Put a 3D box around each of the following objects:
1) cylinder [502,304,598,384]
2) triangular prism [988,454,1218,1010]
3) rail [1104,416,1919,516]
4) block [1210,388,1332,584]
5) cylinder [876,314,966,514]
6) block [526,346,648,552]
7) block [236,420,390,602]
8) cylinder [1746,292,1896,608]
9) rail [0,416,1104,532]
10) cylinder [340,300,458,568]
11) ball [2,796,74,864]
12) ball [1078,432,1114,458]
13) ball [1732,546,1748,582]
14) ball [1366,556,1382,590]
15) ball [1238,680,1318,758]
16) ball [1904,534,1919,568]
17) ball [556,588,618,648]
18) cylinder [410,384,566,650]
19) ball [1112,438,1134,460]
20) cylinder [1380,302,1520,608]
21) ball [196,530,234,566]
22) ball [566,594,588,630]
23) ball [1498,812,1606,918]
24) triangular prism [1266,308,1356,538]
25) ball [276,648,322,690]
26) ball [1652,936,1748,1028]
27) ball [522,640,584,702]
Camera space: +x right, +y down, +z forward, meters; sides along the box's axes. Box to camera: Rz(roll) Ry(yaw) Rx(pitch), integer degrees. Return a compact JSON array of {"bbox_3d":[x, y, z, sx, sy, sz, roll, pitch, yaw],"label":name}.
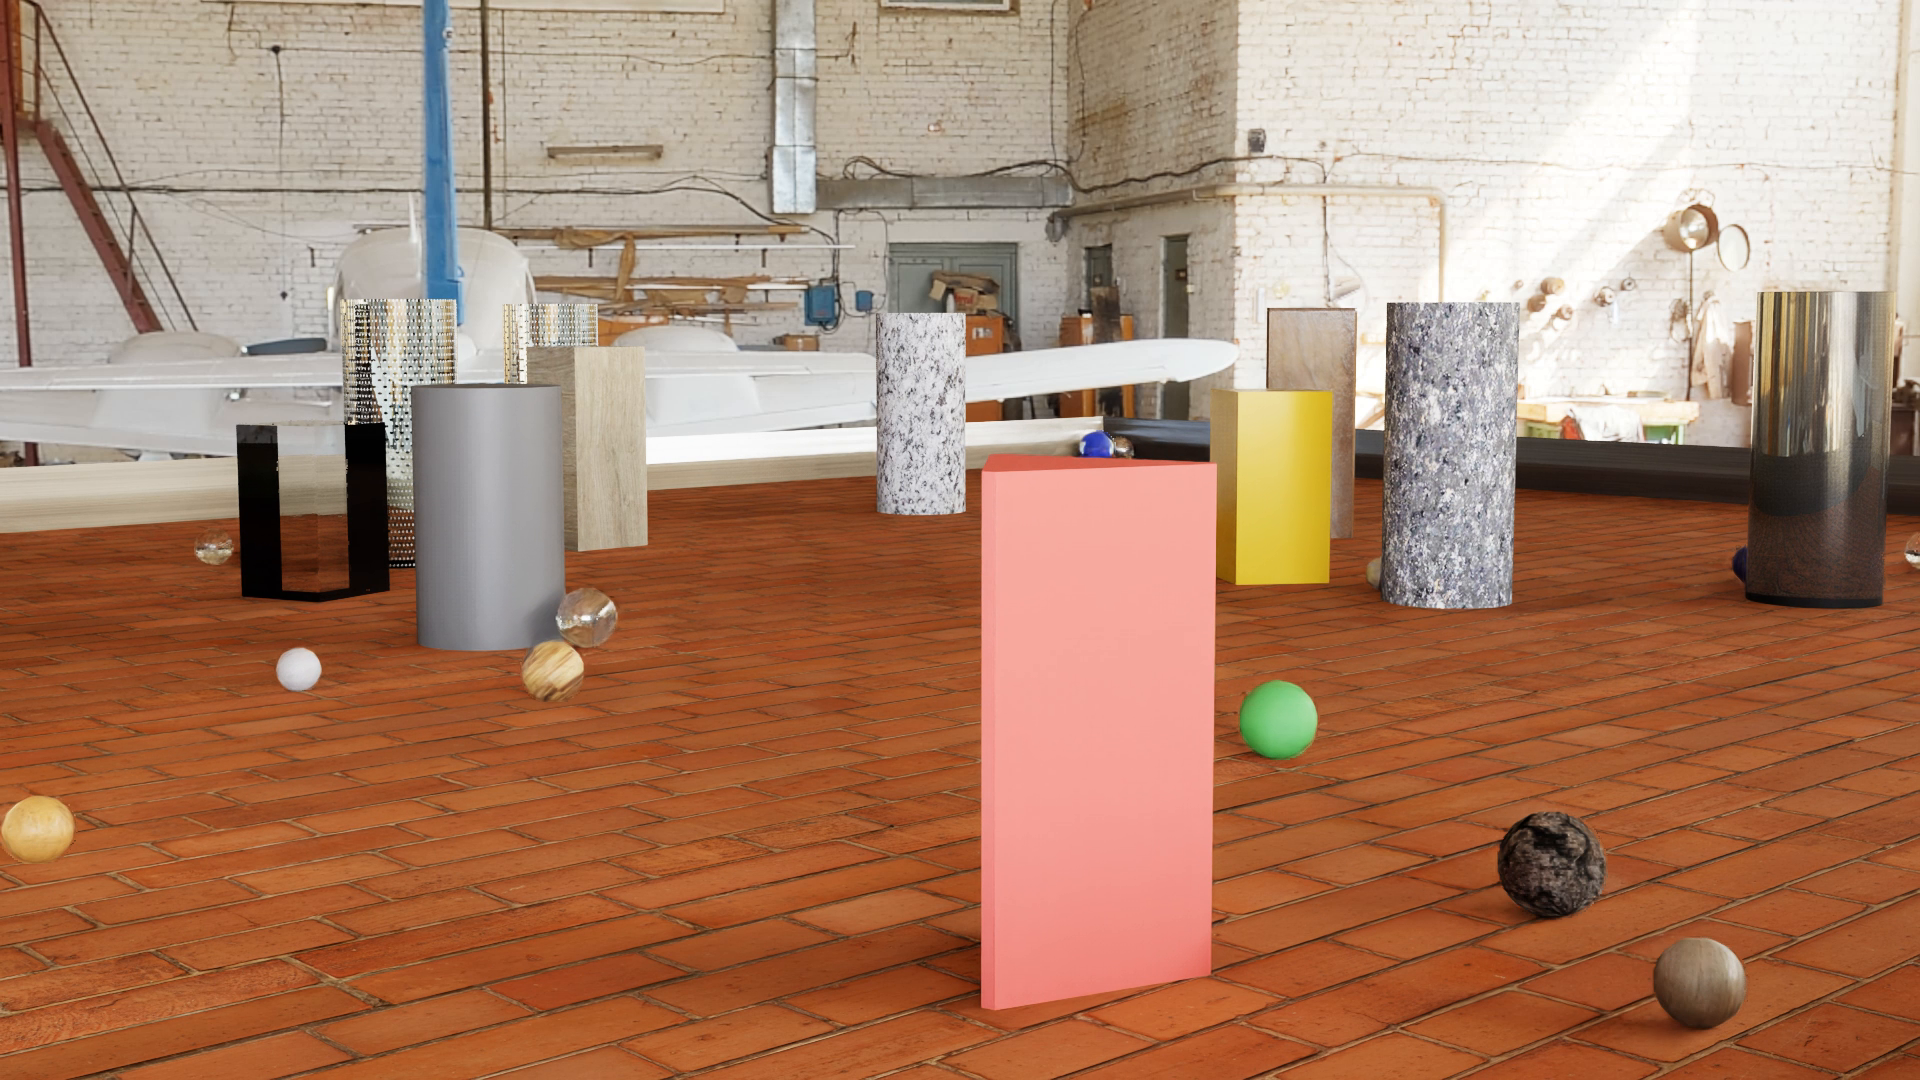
[{"bbox_3d":[-0.865,-0.270,4.666,0.198,0.458,0.198,0,6,0],"label":"cylinder"},{"bbox_3d":[0.059,0.118,1.493,0.172,0.344,0.149,-3,7,-27],"label":"triangular prism"},{"bbox_3d":[1.834,-0.142,5.015,0.045,0.129,4.203,-5,8,-42],"label":"rail"},{"bbox_3d":[0.514,-0.092,3.658,0.159,0.314,0.159,-1,6,-10],"label":"block"},{"bbox_3d":[-0.087,-0.284,4.887,0.198,0.439,0.198,0,6,0],"label":"cylinder"},{"bbox_3d":[-0.708,-0.178,4.173,0.159,0.377,0.159,-6,8,-44],"label":"block"},{"bbox_3d":[-1.016,-0.049,3.459,0.159,0.269,0.159,3,7,26],"label":"block"},{"bbox_3d":[1.317,-0.142,3.370,0.198,0.473,0.198,0,6,0],"label":"cylinder"},{"bbox_3d":[-1.409,-0.125,4.850,5.039,0.129,0.045,-5,8,-42],"label":"rail"},{"bbox_3d":[-0.985,-0.191,3.883,0.198,0.464,0.198,0,6,0],"label":"cylinder"},{"bbox_3d":[-0.745,0.234,1.779,0.054,0.054,0.054,0,6,0],"label":"ball"},{"bbox_3d":[0.390,-0.262,6.317,0.099,0.099,0.099,0,6,0],"label":"ball"},{"bbox_3d":[1.296,0.040,3.592,0.065,0.065,0.065,0,6,0],"label":"ball"},{"bbox_3d":[0.676,0.053,3.519,0.053,0.053,0.053,0,6,0],"label":"ball"},{"bbox_3d":[0.317,0.179,2.194,0.078,0.078,0.078,0,6,0],"label":"ball"},{"bbox_3d":[1.663,0.020,3.791,0.064,0.064,0.064,0,6,0],"label":"ball"},{"bbox_3d":[-0.495,0.103,2.915,0.080,0.080,0.080,0,6,0],"label":"ball"},{"bbox_3d":[-0.635,-0.036,2.969,0.198,0.344,0.198,0,6,0],"label":"cylinder"},{"bbox_3d":[0.470,-0.260,6.413,0.075,0.075,0.075,0,6,0],"label":"ball"},{"bbox_3d":[0.750,-0.134,3.370,0.198,0.457,0.198,0,6,0],"label":"cylinder"},{"bbox_3d":[-1.309,0.013,3.860,0.063,0.063,0.063,0,6,0],"label":"ball"},{"bbox_3d":[-0.547,0.100,3.075,0.051,0.051,0.051,0,6,0],"label":"ball"},{"bbox_3d":[0.436,0.239,1.620,0.077,0.077,0.077,0,6,0],"label":"ball"},{"bbox_3d":[0.696,-0.237,4.381,0.172,0.451,0.149,1,6,8],"label":"triangular prism"},{"bbox_3d":[-0.777,0.152,2.583,0.051,0.051,0.051,0,6,0],"label":"ball"},{"bbox_3d":[0.461,0.276,1.371,0.056,0.056,0.056,0,6,0],"label":"ball"},{"bbox_3d":[-0.465,0.150,2.511,0.070,0.070,0.070,0,6,0],"label":"ball"}]
